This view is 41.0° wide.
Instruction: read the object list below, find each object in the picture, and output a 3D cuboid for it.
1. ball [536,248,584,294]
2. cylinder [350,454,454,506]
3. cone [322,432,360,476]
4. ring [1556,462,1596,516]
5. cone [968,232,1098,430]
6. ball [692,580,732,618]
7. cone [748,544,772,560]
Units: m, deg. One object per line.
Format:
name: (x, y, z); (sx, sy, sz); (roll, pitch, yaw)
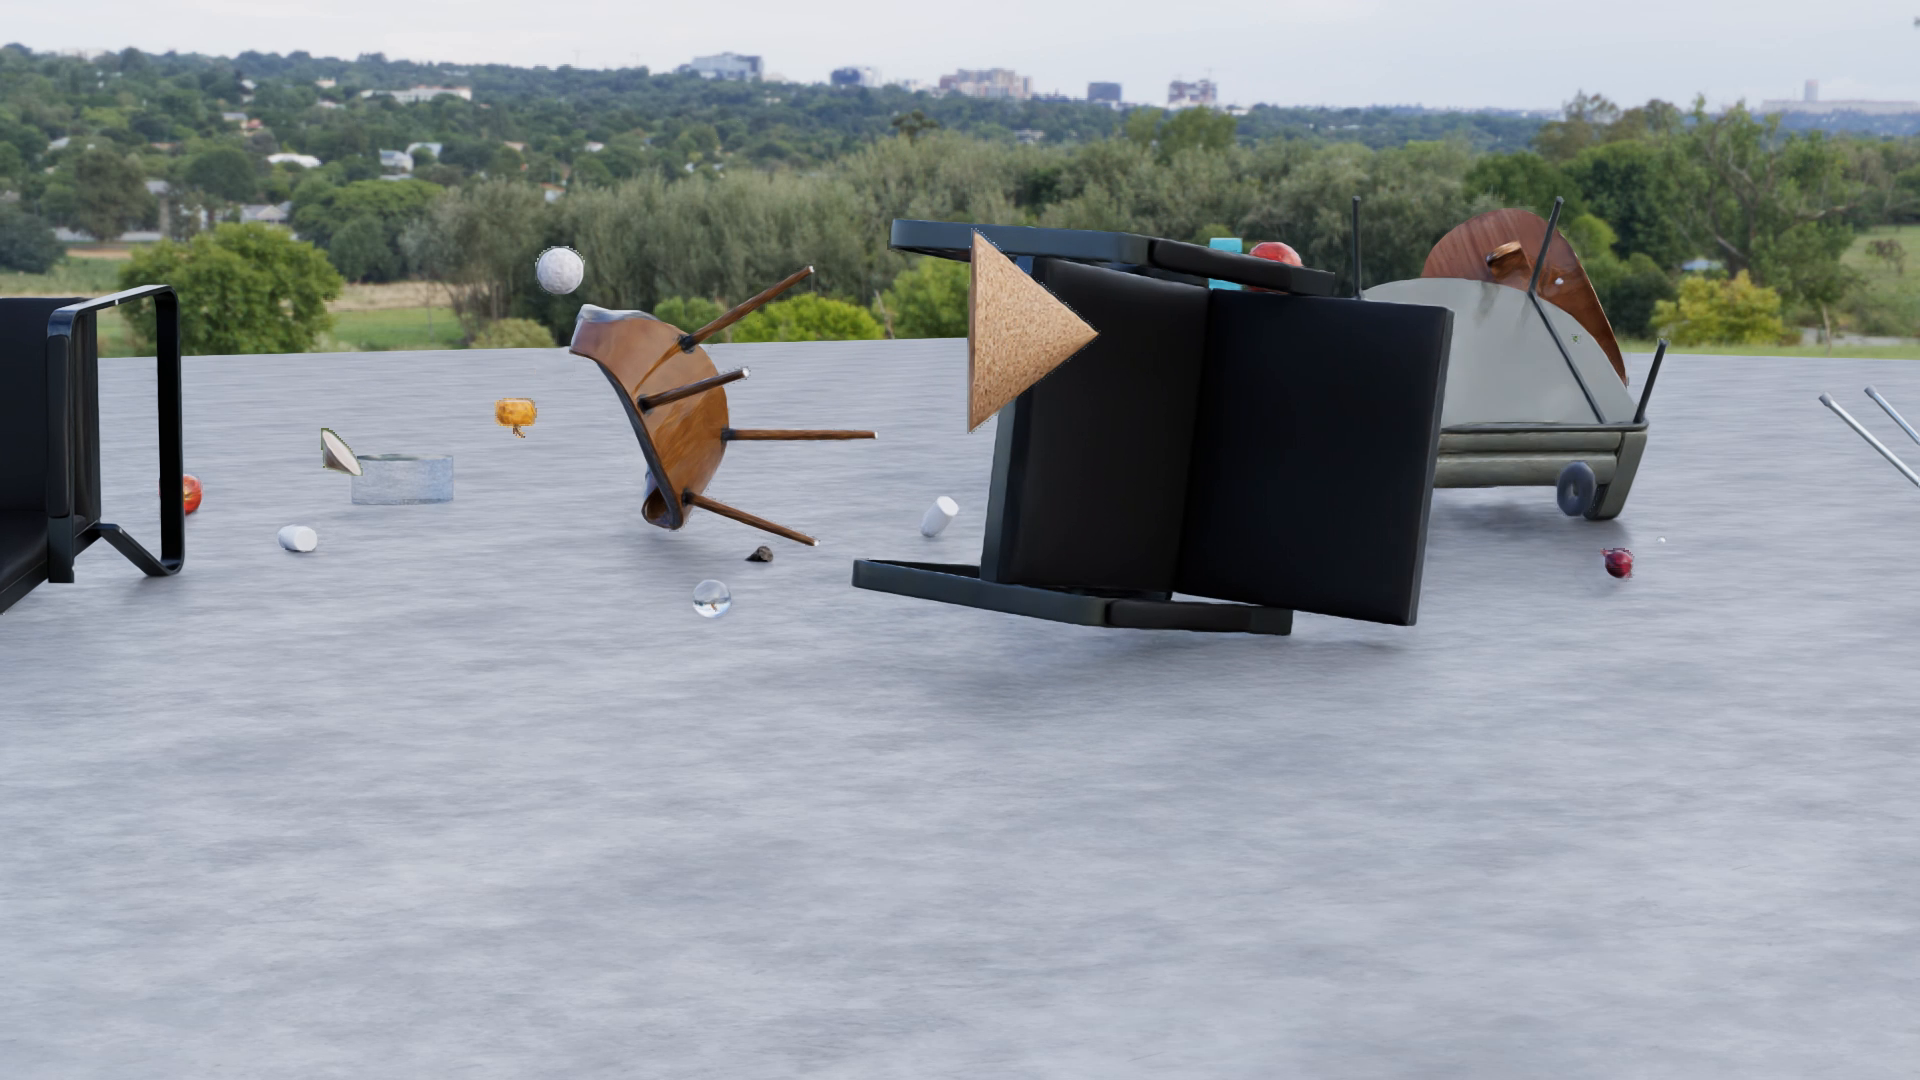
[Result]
ball: (-0.686, -0.461, 4.405); (0.080, 0.080, 0.080); (0, 6, 0)
cylinder: (-1.635, -0.179, 7.525); (0.295, 0.129, 0.300); (1, 6, 7)
cone: (-1.365, -0.175, 5.591); (0.047, 0.122, 0.077); (-37, 7, 13)
ring: (1.570, -0.128, 6.538); (0.039, 0.108, 0.264); (-35, -20, -13)
cone: (0.116, -0.319, 3.945); (0.196, 0.308, 0.325); (1, -3, -2)
ball: (-0.479, 0.113, 4.947); (0.075, 0.075, 0.075); (0, 6, 0)
cone: (-0.474, 0.039, 5.944); (0.065, 0.036, 0.050); (-25, -42, 36)
